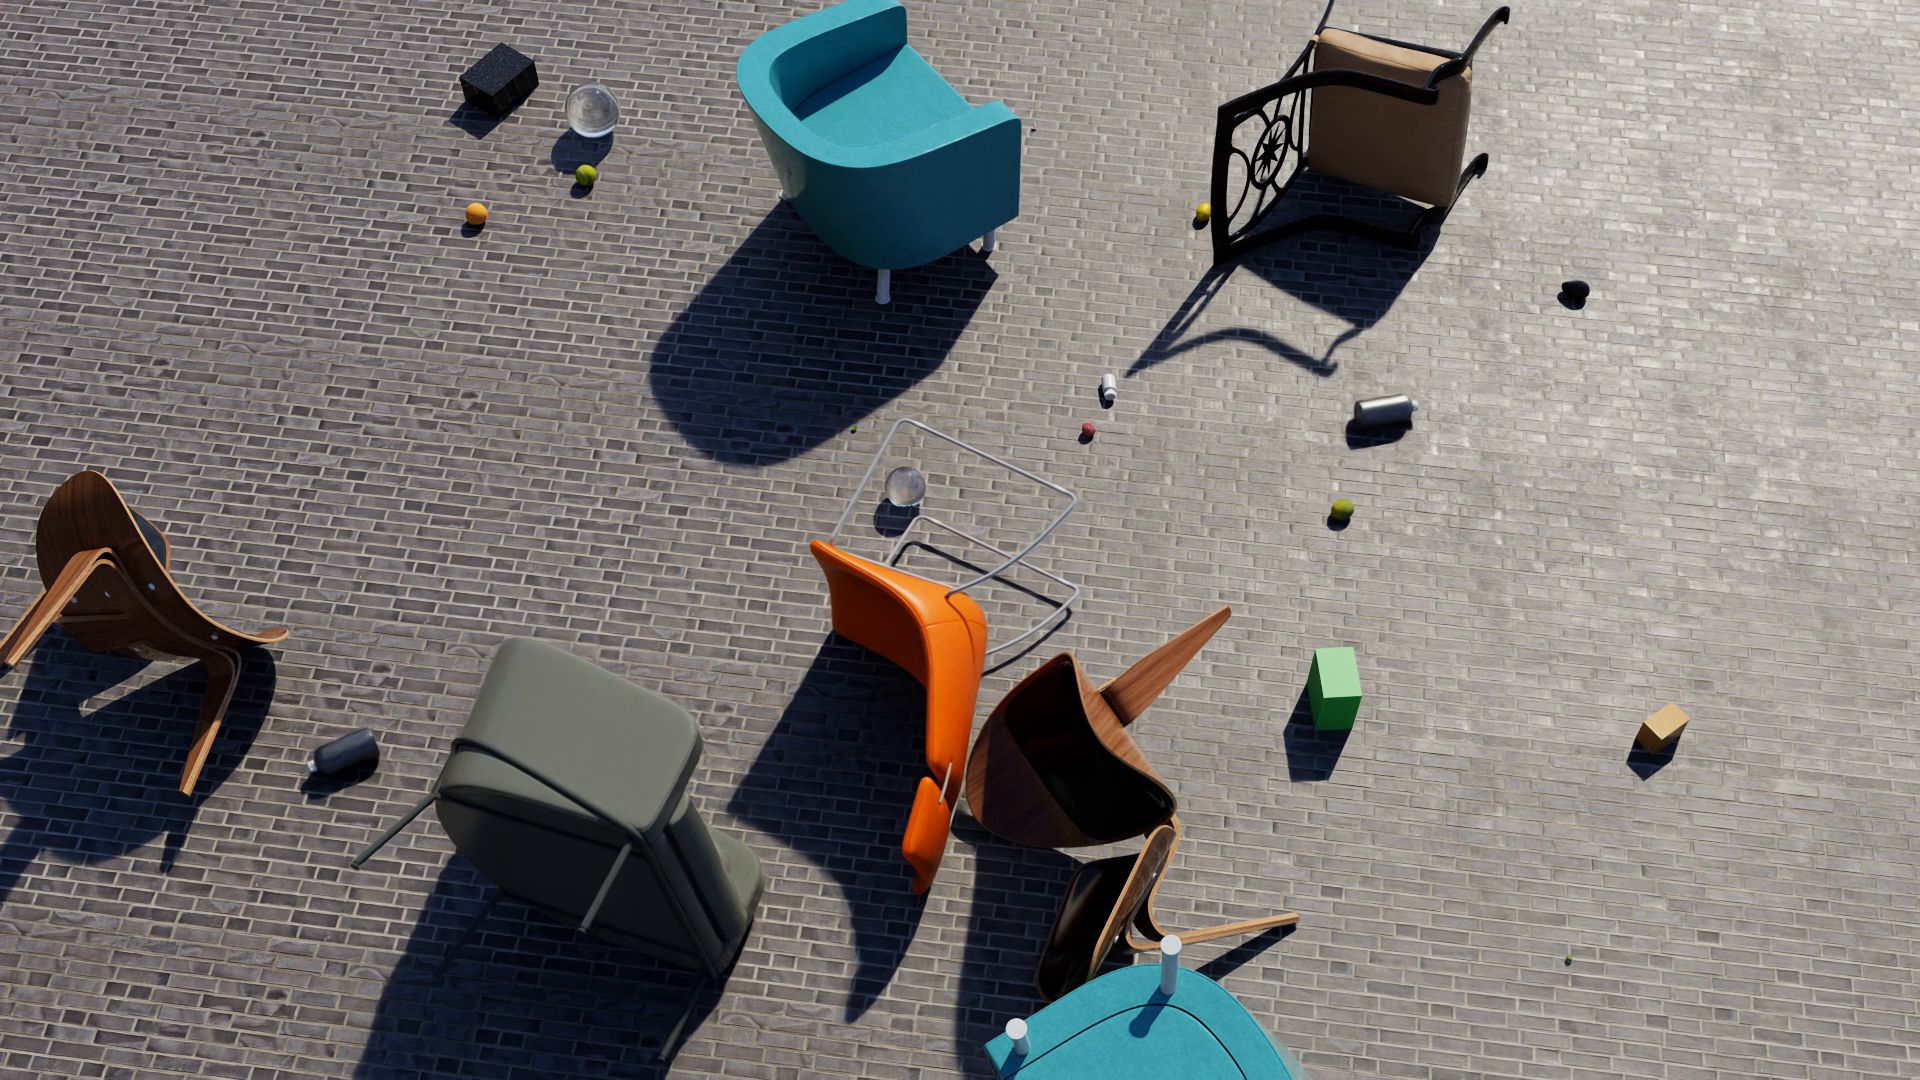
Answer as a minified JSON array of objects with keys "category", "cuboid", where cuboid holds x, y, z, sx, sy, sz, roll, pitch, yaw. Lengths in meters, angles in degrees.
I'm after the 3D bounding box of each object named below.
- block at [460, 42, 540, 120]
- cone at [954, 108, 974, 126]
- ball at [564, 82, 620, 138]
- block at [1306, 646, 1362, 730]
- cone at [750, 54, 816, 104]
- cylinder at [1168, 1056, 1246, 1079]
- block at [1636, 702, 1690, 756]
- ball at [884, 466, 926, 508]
[{"category":"block","cuboid":[-1.584,-1.581,7.568,0.153,0.111,0.209,31,62,19]},{"category":"cone","cuboid":[0.024,-1.439,7.522,0.084,0.076,0.047,-29,100,-11]},{"category":"ball","cuboid":[-1.242,-1.454,7.436,0.188,0.188,0.188,0,56,0]},{"category":"block","cuboid":[1.051,0.419,6.180,0.106,0.188,0.158,-3,56,-2]},{"category":"cone","cuboid":[-0.613,-1.620,7.574,0.229,0.143,0.190,-11,57,-7]},{"category":"cylinder","cuboid":[0.604,1.486,5.462,0.289,0.191,0.308,26,60,13]},{"category":"block","cuboid":[1.969,0.529,6.163,0.111,0.094,0.069,-31,61,-19]},{"category":"ball","cuboid":[-0.164,-0.159,6.604,0.127,0.127,0.127,0,56,0]}]
